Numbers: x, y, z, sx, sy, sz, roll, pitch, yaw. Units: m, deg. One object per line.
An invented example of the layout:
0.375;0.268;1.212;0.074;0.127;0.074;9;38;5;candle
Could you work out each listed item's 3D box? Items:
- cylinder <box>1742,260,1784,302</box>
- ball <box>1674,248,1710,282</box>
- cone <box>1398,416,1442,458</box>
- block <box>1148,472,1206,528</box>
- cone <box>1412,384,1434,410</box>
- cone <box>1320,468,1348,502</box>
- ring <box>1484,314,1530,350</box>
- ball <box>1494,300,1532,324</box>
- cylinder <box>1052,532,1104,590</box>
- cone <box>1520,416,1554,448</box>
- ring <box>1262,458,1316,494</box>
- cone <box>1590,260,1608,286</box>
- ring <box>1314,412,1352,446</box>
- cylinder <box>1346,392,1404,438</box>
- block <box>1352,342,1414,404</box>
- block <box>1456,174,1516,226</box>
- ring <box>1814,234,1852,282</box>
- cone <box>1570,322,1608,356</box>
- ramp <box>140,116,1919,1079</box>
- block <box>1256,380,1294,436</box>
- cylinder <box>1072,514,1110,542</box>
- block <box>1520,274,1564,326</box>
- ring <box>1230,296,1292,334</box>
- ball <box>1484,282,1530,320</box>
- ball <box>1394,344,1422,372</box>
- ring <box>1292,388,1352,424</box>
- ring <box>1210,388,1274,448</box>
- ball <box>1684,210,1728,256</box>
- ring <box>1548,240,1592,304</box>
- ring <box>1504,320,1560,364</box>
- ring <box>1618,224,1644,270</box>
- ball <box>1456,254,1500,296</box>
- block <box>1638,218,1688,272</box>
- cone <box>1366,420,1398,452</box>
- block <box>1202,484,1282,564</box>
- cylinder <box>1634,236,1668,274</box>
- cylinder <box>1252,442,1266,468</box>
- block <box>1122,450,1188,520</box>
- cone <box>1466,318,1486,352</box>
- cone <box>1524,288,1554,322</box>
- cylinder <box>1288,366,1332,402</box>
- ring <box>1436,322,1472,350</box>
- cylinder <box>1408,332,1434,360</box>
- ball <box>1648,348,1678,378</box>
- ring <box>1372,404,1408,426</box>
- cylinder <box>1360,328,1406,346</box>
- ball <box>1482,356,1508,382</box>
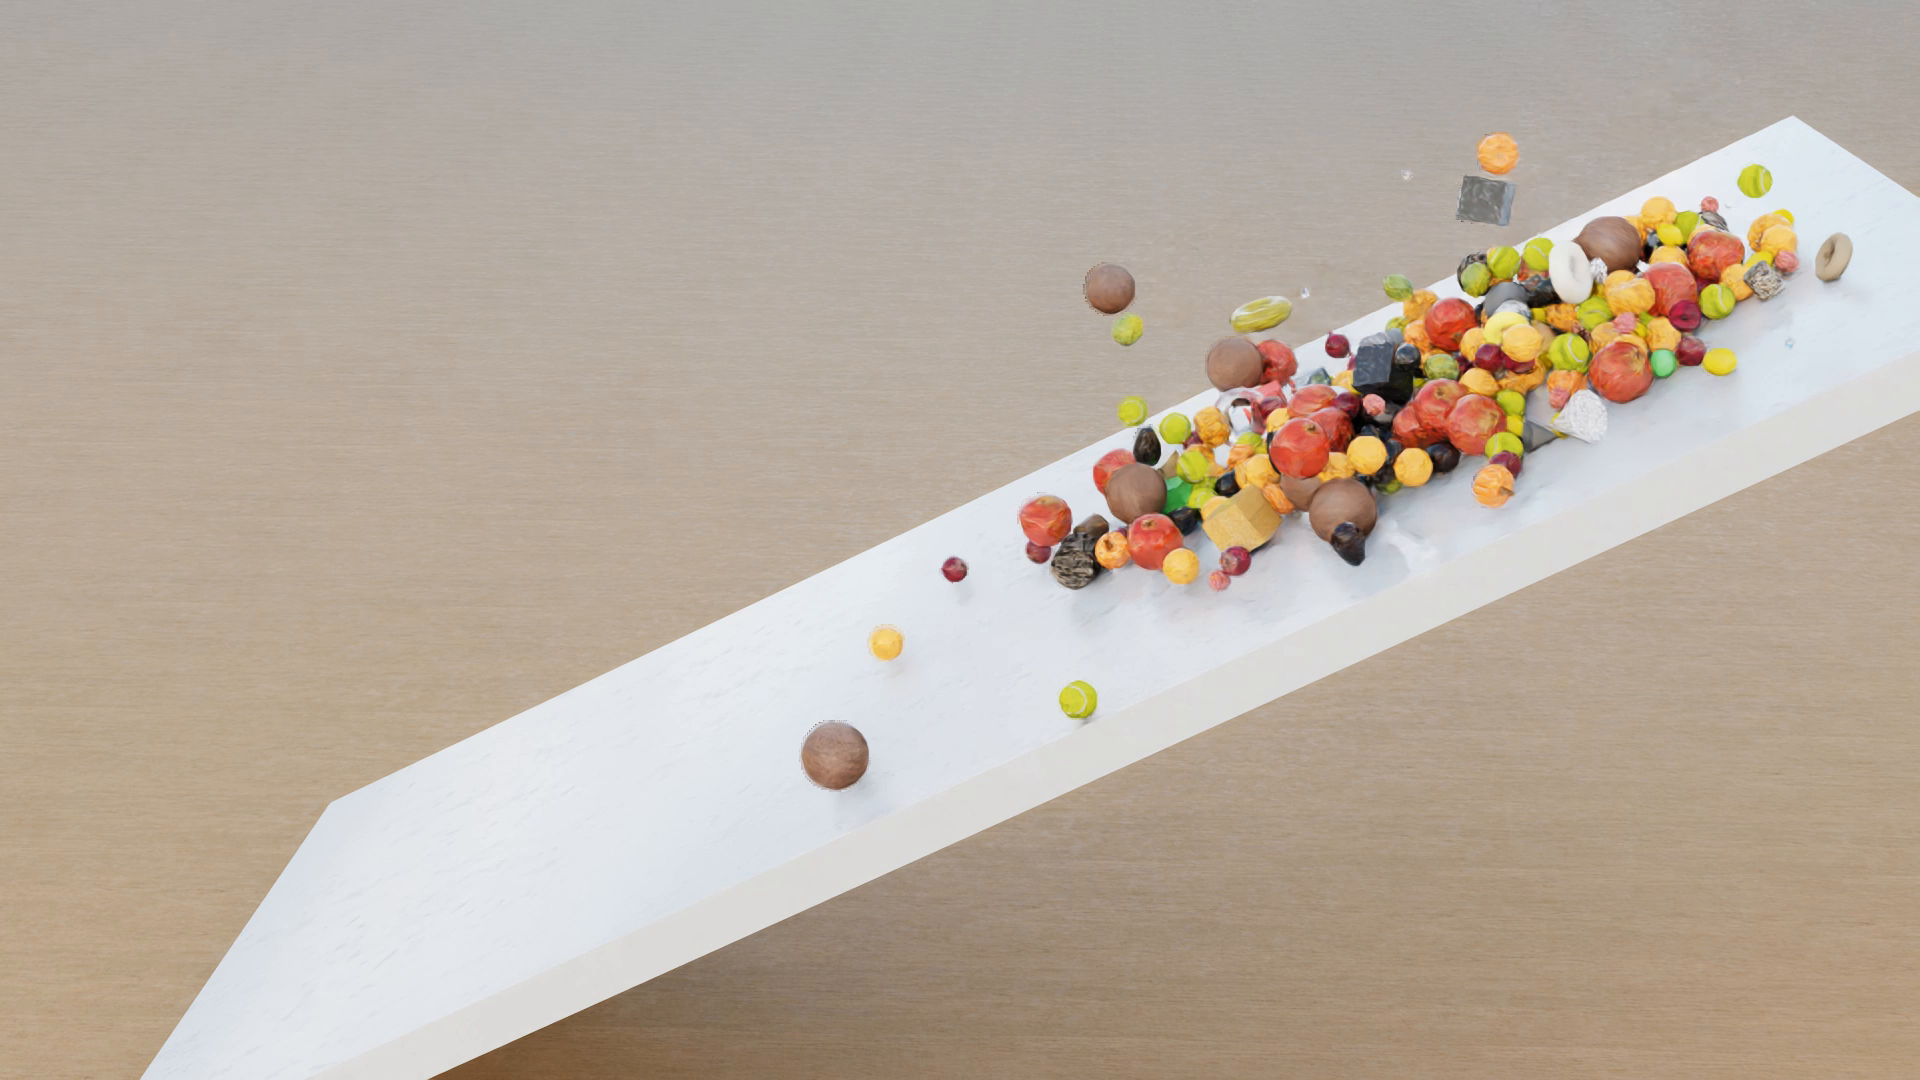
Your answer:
1.550;-0.500;5.675;0.057;0.057;0.057;-43;11;11;cylinder
1.496;-0.562;6.010;0.070;0.070;0.070;0;17;0;ball
0.920;-0.202;5.852;0.085;0.085;0.085;6;17;16;cone
0.459;-0.084;6.220;0.077;0.077;0.077;-18;17;36;block
0.956;-0.304;6.131;0.051;0.051;0.051;-26;14;7;cone
0.731;-0.117;5.854;0.059;0.059;0.059;-26;14;7;cone
1.065;-0.405;5.727;0.091;0.091;0.030;-2;49;-6;ring
1.122;-0.449;5.971;0.076;0.076;0.076;0;17;0;ball
0.244;0.043;6.124;0.092;0.092;0.092;4;21;13;cylinder
1.094;-0.194;5.508;0.064;0.064;0.064;15;10;-24;cone
0.668;-0.146;5.973;0.113;0.113;0.038;-3;22;-9;ring
1.255;-0.534;5.878;0.054;0.054;0.054;-4;16;-29;cone
0.771;-0.230;6.233;0.130;0.043;0.130;-25;15;7;ring
0.853;-0.271;6.038;0.094;0.094;0.094;7;55;-11;cylinder
0.851;-0.335;5.898;0.086;0.086;0.086;-6;-26;39;block
1.131;-0.729;6.319;0.093;0.093;0.093;13;10;22;block
1.662;-0.538;5.597;0.033;0.098;0.098;20;13;-13;ring
1.278;-0.407;5.937;0.068;0.068;0.068;-3;17;-15;cone
0.139;0.168;6.281;4.000;0.100;2.000;-25;14;10;ramp
0.683;-0.289;6.522;0.088;0.088;0.088;-24;14;12;block
0.284;-0.019;6.358;0.057;0.057;0.057;15;41;42;cylinder
1.199;-0.491;6.180;0.096;0.096;0.096;-27;-9;15;block
0.694;-0.519;6.784;0.148;0.049;0.148;-19;16;6;ring
1.132;-0.488;6.091;0.094;0.094;0.094;0;17;0;ball
0.886;-0.360;5.819;0.054;0.054;0.054;0;17;0;ball
0.761;-0.282;6.187;0.134;0.045;0.134;-18;18;6;ring
0.614;-0.266;6.413;0.137;0.137;0.046;0;14;1;ring
1.556;-0.640;6.135;0.093;0.093;0.093;0;17;0;ball
1.197;-0.524;5.768;0.043;0.129;0.129;-14;5;38;ring
1.167;-0.408;6.026;0.126;0.042;0.126;4;40;-3;ring
1.438;-0.625;6.271;0.036;0.109;0.109;-22;4;31;ring
1.140;-0.583;6.470;0.095;0.095;0.095;0;17;0;ball
1.493;-0.621;6.206;0.073;0.073;0.073;-18;15;48;block
0.875;-0.213;5.995;0.066;0.066;0.066;-3;15;-33;cone
0.553;-0.033;5.768;0.095;0.095;0.095;-34;7;39;block
1.416;-0.586;6.030;0.057;0.057;0.057;7;37;22;cylinder
0.656;-0.181;6.198;0.064;0.064;0.064;-27;1;1;cylinder
0.431;-0.119;6.355;0.099;0.099;0.099;-19;16;31;block
1.114;-0.433;6.350;0.067;0.067;0.067;35;16;-12;cone
1.213;-0.514;6.319;0.094;0.094;0.094;-28;13;7;cone
0.760;-0.328;6.355;0.076;0.076;0.076;-18;18;-2;cylinder
1.085;-0.448;6.456;0.092;0.031;0.092;-31;10;6;ring
1.006;-0.423;6.439;0.052;0.052;0.052;-1;-8;-3;cylinder
1.321;-0.332;5.530;0.054;0.054;0.054;0;17;0;ball
0.866;-0.253;5.920;0.075;0.025;0.075;2;27;-1;ring
0.930;-0.417;6.454;0.078;0.078;0.078;-18;21;-15;cylinder
1.050;-0.337;5.765;0.050;0.050;0.050;0;17;0;ball
